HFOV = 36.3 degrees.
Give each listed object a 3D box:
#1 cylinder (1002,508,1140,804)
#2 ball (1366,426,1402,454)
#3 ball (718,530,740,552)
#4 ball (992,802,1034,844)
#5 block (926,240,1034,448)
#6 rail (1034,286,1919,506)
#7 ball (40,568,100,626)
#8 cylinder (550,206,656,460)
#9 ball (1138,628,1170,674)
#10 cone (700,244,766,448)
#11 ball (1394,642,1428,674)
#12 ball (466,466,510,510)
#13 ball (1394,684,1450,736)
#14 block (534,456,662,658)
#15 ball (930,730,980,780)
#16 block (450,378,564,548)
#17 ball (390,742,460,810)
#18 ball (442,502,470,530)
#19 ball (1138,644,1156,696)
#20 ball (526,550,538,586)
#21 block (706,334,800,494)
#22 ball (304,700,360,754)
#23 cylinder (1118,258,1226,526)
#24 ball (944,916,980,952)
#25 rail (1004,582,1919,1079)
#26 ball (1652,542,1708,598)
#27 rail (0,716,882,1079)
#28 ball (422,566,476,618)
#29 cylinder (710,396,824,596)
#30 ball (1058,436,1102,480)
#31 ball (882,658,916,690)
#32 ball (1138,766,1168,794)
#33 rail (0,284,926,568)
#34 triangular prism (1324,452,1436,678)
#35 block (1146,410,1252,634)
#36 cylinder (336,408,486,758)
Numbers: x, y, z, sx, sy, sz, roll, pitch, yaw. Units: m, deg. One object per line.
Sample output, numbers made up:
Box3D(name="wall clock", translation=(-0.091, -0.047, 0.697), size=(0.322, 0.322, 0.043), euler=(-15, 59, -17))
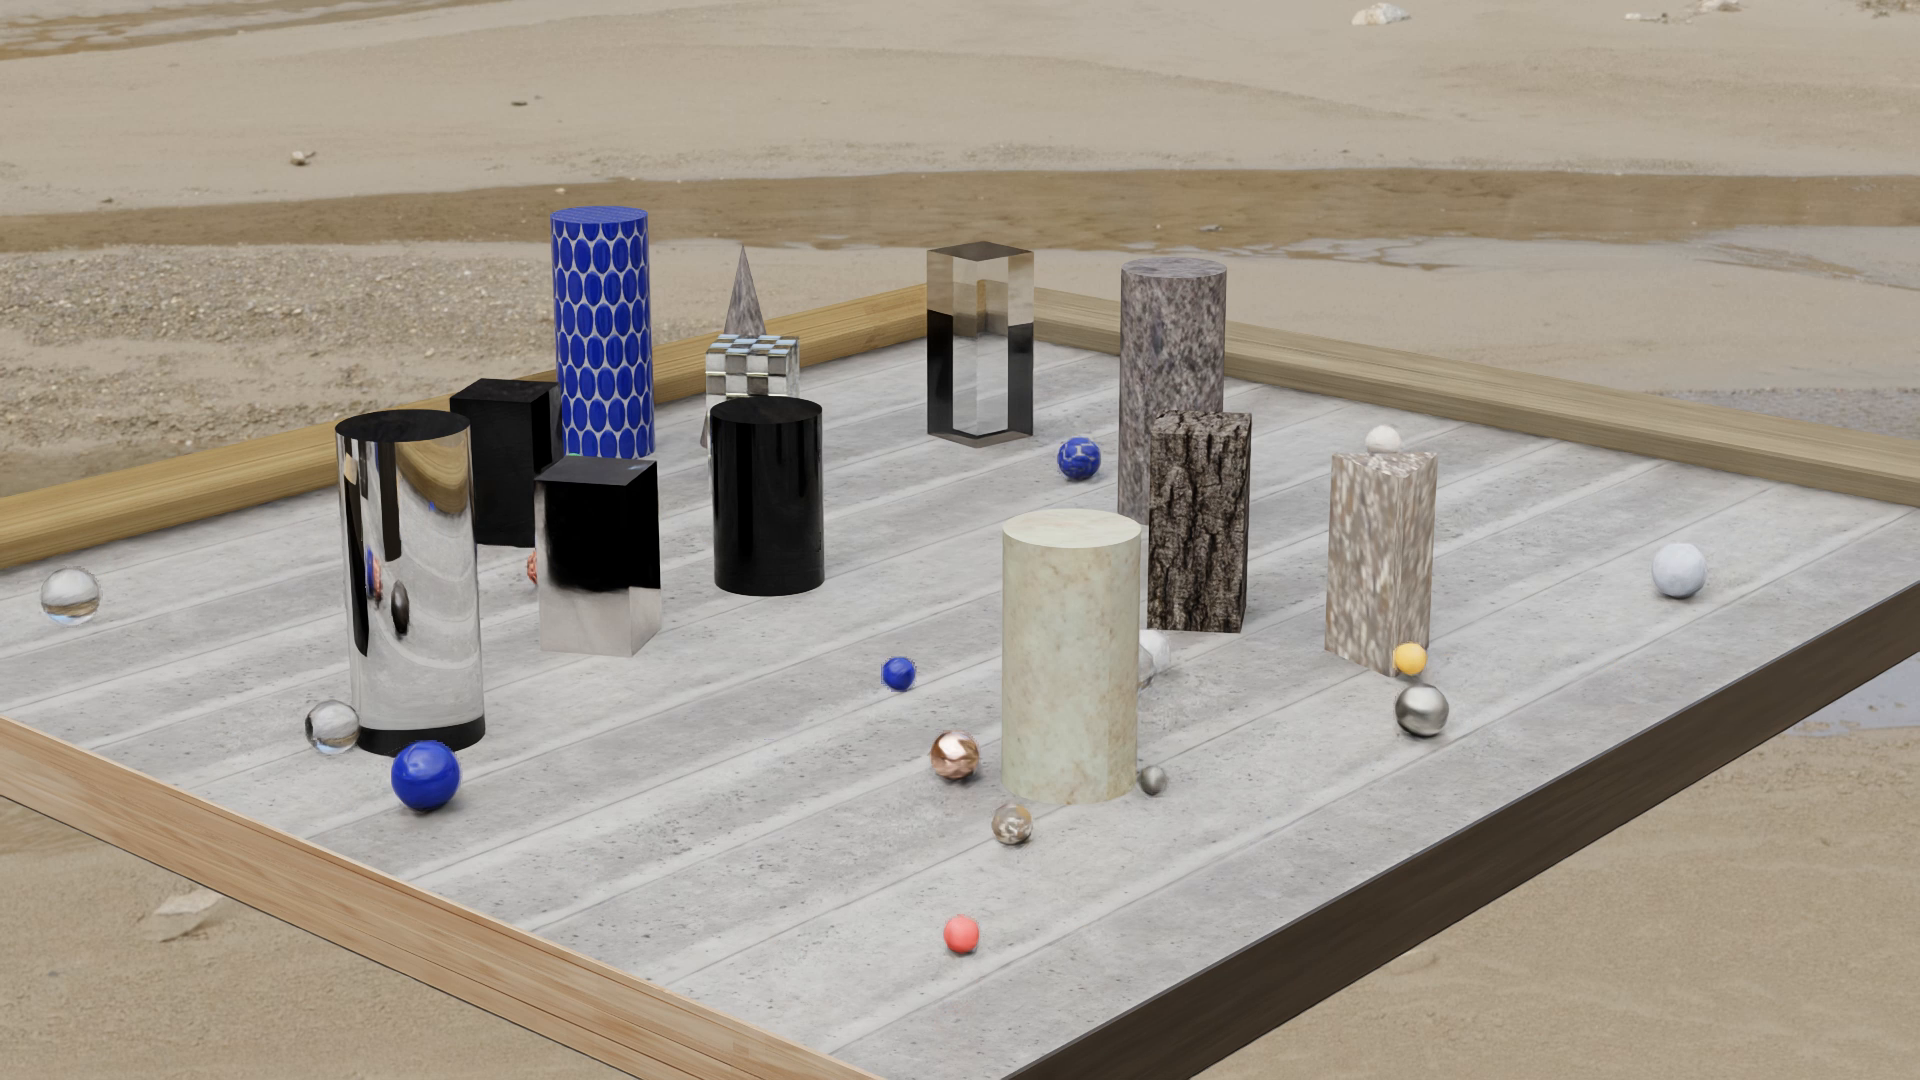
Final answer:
Box3D(name="cylinder", translation=(0.159, 0.167, 4.234), size=(0.197, 0.384, 0.197), euler=(0, 17, 0))
Box3D(name="ball", translation=(0.863, -0.198, 5.983), size=(0.072, 0.072, 0.072), euler=(0, 17, 0))
Box3D(name="ball", translation=(-0.422, 0.001, 5.379), size=(0.041, 0.041, 0.041), euler=(0, 17, 0))
Box3D(name="ball", translation=(0.072, 0.392, 4.050), size=(0.058, 0.058, 0.058), euler=(0, 17, 0))
Box3D(name="block", translation=(0.042, -0.410, 6.129), size=(0.158, 0.394, 0.158), euler=(-14, 22, -39))
Box3D(name="rail", translation=(1.051, -0.317, 6.279), size=(2.802, 0.128, 0.045), euler=(14, 22, 39))
Box3D(name="ball", translation=(-1.506, 0.096, 4.963), size=(0.099, 0.099, 0.099), euler=(0, 17, 0))
Box3D(name="cylinder", translation=(-0.730, -0.422, 6.000), size=(0.197, 0.492, 0.197), euler=(0, 17, 0))
Box3D(name="ball", translation=(0.301, 0.181, 4.720), size=(0.076, 0.076, 0.076), euler=(0, 17, 0))
Box3D(name="cone", translation=(-0.445, -0.408, 6.074), size=(0.197, 0.422, 0.197), euler=(0, 17, 0))
Box3D(name="ball", translation=(0.721, 0.190, 4.690), size=(0.052, 0.052, 0.052), euler=(0, 17, 0))
Box3D(name="ball", translation=(-0.906, -0.098, 5.631), size=(0.085, 0.085, 0.085), euler=(0, 17, 0))
Box3D(name="ball", translation=(0.702, 0.258, 4.454), size=(0.081, 0.081, 0.081), euler=(0, 17, 0))
Box3D(name="block", translation=(-0.598, 0.026, 4.859), size=(0.158, 0.293, 0.158), euler=(4, 17, 12))
Box3D(name="ball", translation=(-0.008, 0.315, 4.281), size=(0.072, 0.072, 0.072), euler=(0, 17, 0))
Box3D(name="block", translation=(-0.839, -0.144, 5.452), size=(0.158, 0.276, 0.158), euler=(4, 17, 12))
Box3D(name="ball", translation=(-0.760, 0.336, 4.168), size=(0.099, 0.099, 0.099), euler=(0, 17, 0))
Box3D(name="ball", translation=(-0.944, -0.044, 5.494), size=(0.052, 0.052, 0.052), euler=(0, 17, 0))
Box3D(name="ball", translation=(0.261, 0.204, 4.616), size=(0.092, 0.092, 0.092), euler=(0, 17, 0))
Box3D(name="ball", translation=(-0.720, 0.048, 5.133), size=(0.077, 0.077, 0.077), euler=(0, 17, 0))
Box3D(name="block", translation=(-0.406, -0.247, 5.779), size=(0.158, 0.284, 0.158), euler=(2, 17, 6))
Box3D(name="ball", translation=(-0.938, 0.280, 4.381), size=(0.082, 0.082, 0.082), euler=(0, 17, 0))
Box3D(name="cylinder", translation=(0.401, -0.281, 5.557), size=(0.197, 0.478, 0.197), euler=(0, 17, 0))
Box3D(name="ball", translation=(0.002, 0.500, 3.714), size=(0.046, 0.046, 0.046), euler=(0, 17, 0))
Box3D(name="rail", translation=(1.040, 0.293, 4.255), size=(0.045, 0.128, 3.254), euler=(14, 22, 39))
Box3D(name="ball", translation=(1.254, 0.052, 5.111), size=(0.096, 0.096, 0.096), euler=(0, 17, 0))
Box3D(name="rail", translation=(-1.051, 0.381, 3.961), size=(2.802, 0.128, 0.045), euler=(14, 22, 39))
Box3D(name="ball", translation=(-0.870, 0.089, 4.999), size=(0.091, 0.091, 0.091), euler=(0, 17, 0))
Box3D(name="cylinder", translation=(-0.339, -0.079, 5.172), size=(0.197, 0.312, 0.197), euler=(0, 17, 0))
Box3D(name="ball", translation=(0.238, -0.163, 5.840), size=(0.087, 0.087, 0.087), euler=(0, 17, 0))
Box3D(name="ball", translation=(-0.097, 0.212, 4.656), size=(0.053, 0.053, 0.053), euler=(0, 17, 0))
Box3D(name="ball", translation=(0.277, 0.346, 4.222), size=(0.042, 0.042, 0.042), euler=(0, 17, 0))
Box3D(name="rail", translation=(-1.040, -0.228, 5.984), size=(0.045, 0.128, 3.254), euler=(14, 22, 39))
Box3D(name="triangular prism", translation=(0.713, 0.029, 4.777), size=(0.148, 0.333, 0.171), euler=(-11, 20, -31))
Box3D(name="block", translation=(0.406, -0.033, 4.966), size=(0.158, 0.342, 0.158), euler=(3, 17, 9))
Box3D(name="cylinder", translation=(-0.823, 0.064, 4.398), size=(0.197, 0.486, 0.197), euler=(0, 17, 0))
